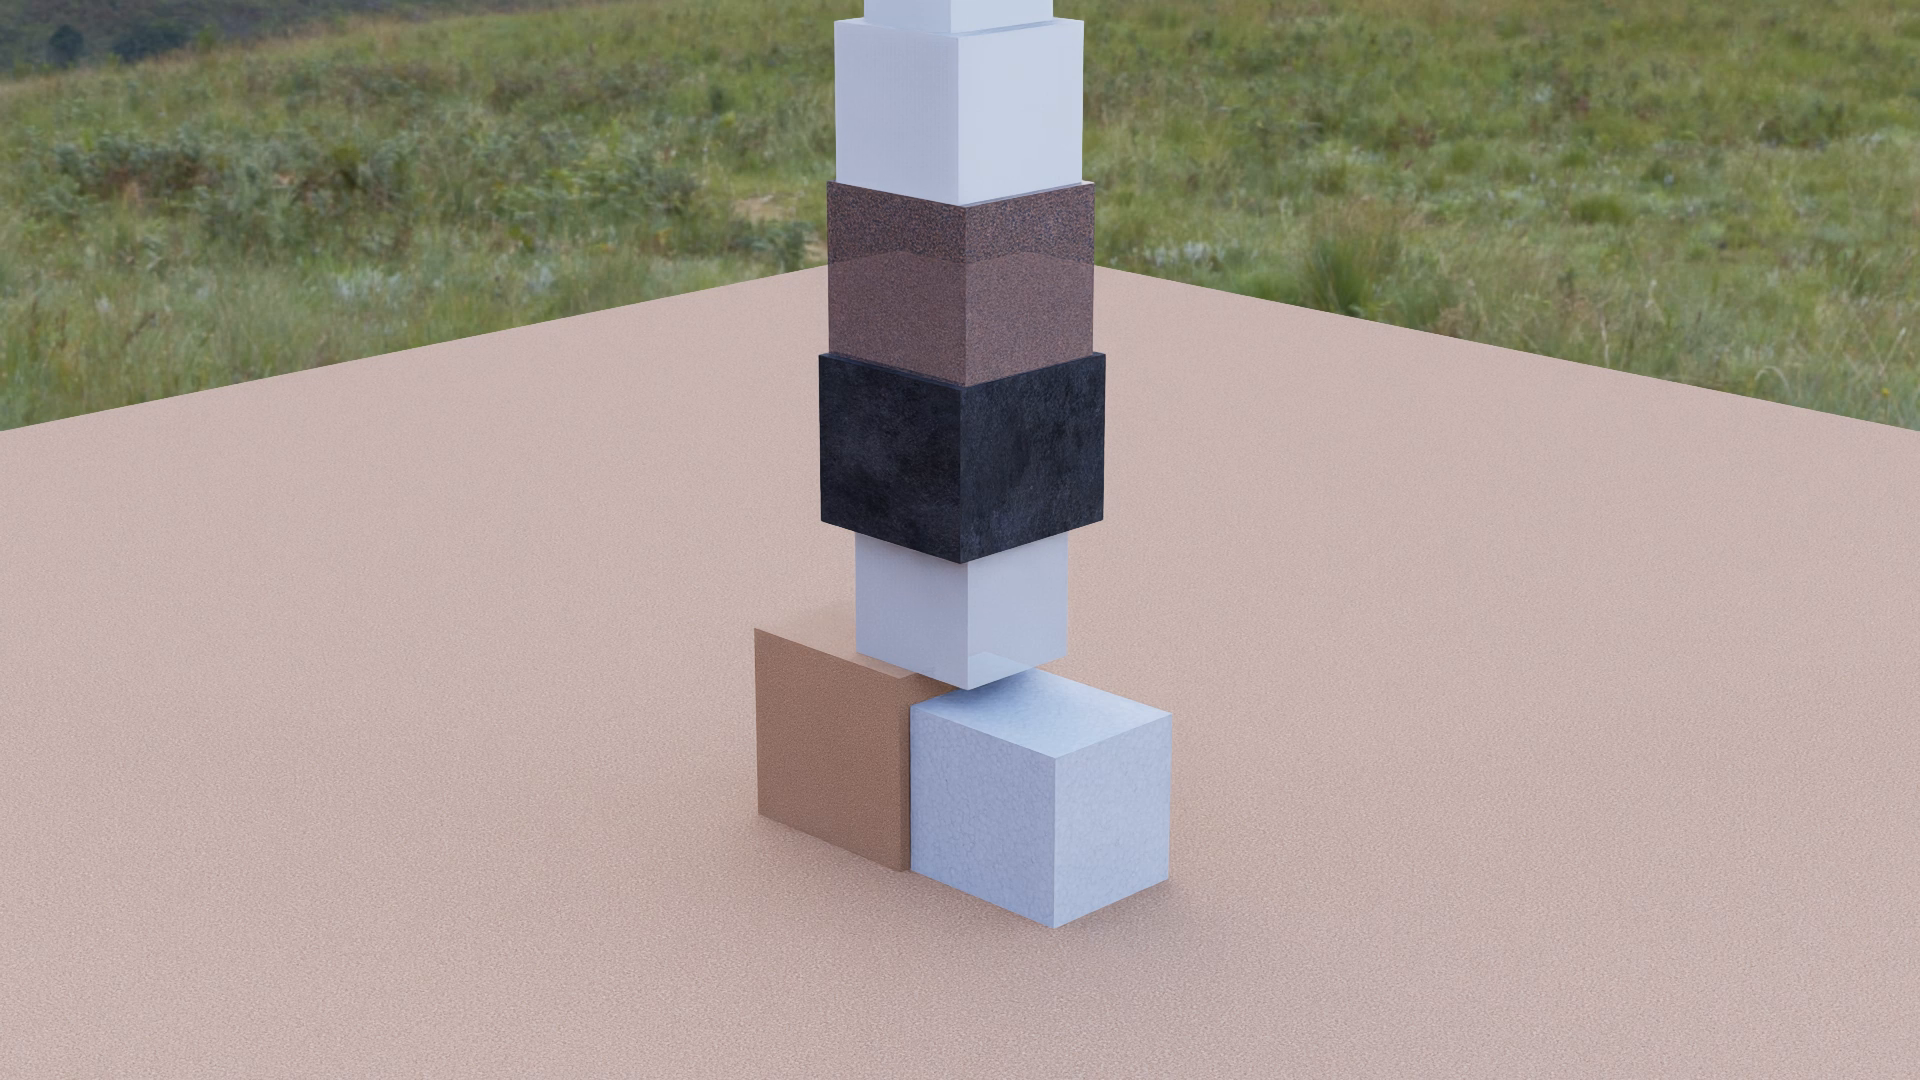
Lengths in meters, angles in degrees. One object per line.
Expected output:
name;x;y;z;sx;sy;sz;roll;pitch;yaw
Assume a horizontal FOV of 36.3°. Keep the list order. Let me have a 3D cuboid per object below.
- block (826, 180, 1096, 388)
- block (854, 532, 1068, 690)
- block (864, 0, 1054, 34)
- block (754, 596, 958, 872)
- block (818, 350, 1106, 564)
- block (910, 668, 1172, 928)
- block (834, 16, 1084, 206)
block;0.003;-1.199;12.968;0.803;0.780;0.862;-17;24;-42
block;0.006;0.218;13.417;0.646;0.640;0.726;-17;24;-42
block;-0.006;-2.509;12.547;0.623;0.572;0.528;-17;24;-42
block;-0.313;0.879;13.966;0.878;0.949;0.990;-17;24;-42
block;0.010;-0.458;13.208;0.920;0.777;0.896;-17;24;-42
block;0.364;1.150;13.343;0.765;0.806;0.903;-17;24;-42
block;-0.004;-1.903;12.739;0.763;0.701;0.757;-17;24;-42
